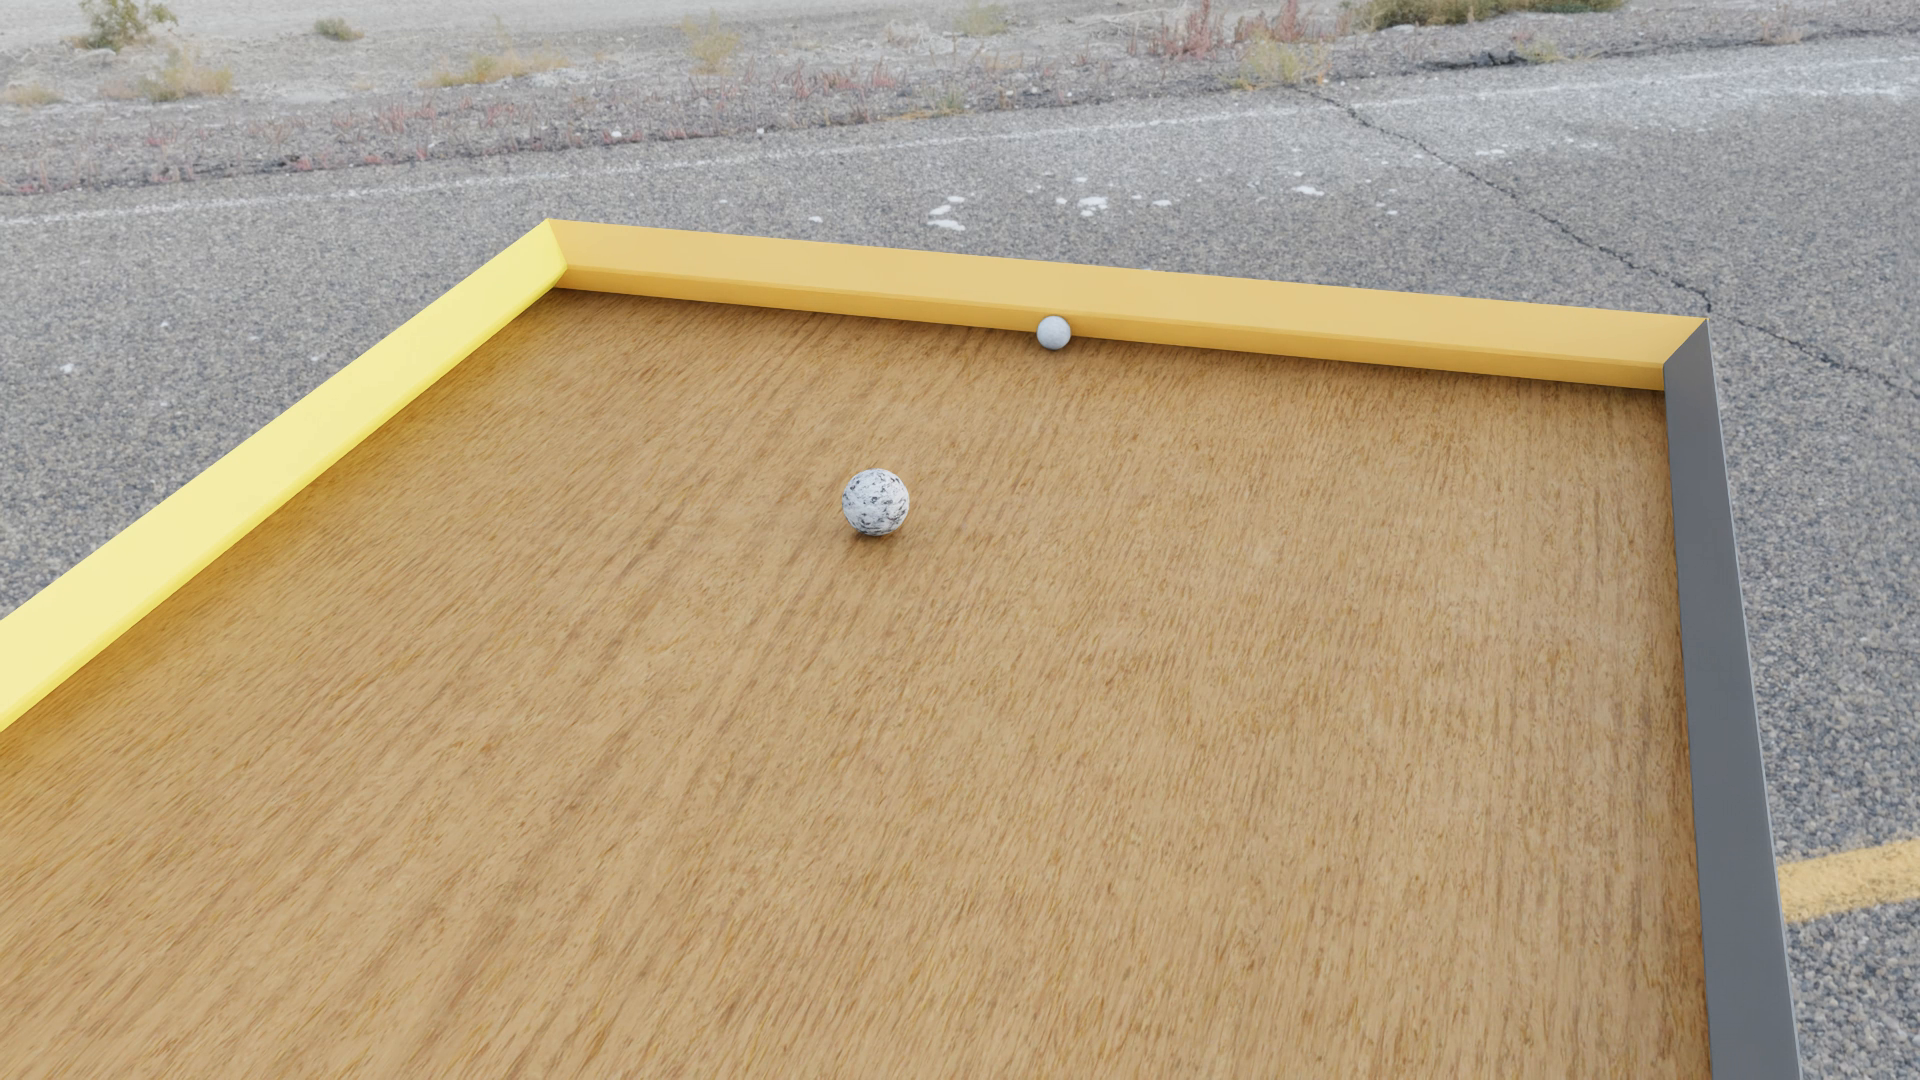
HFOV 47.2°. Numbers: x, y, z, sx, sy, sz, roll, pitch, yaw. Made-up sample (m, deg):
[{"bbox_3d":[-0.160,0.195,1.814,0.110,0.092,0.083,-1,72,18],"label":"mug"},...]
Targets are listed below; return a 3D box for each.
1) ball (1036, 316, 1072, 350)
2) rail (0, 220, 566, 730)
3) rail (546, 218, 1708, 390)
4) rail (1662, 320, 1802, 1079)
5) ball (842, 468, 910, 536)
[{"bbox_3d":[0.116,-0.257,2.728,0.043,0.043,0.043,0,26,0],"label":"ball"},{"bbox_3d":[-0.852,0.185,1.783,0.045,0.094,2.613,7,27,13],"label":"rail"},{"bbox_3d":[0.159,-0.289,2.734,1.467,0.094,0.045,7,27,13],"label":"rail"},{"bbox_3d":[0.523,0.344,1.463,0.045,0.094,2.613,7,27,13],"label":"rail"},{"bbox_3d":[-0.087,-0.039,2.260,0.069,0.069,0.069,0,26,0],"label":"ball"}]
